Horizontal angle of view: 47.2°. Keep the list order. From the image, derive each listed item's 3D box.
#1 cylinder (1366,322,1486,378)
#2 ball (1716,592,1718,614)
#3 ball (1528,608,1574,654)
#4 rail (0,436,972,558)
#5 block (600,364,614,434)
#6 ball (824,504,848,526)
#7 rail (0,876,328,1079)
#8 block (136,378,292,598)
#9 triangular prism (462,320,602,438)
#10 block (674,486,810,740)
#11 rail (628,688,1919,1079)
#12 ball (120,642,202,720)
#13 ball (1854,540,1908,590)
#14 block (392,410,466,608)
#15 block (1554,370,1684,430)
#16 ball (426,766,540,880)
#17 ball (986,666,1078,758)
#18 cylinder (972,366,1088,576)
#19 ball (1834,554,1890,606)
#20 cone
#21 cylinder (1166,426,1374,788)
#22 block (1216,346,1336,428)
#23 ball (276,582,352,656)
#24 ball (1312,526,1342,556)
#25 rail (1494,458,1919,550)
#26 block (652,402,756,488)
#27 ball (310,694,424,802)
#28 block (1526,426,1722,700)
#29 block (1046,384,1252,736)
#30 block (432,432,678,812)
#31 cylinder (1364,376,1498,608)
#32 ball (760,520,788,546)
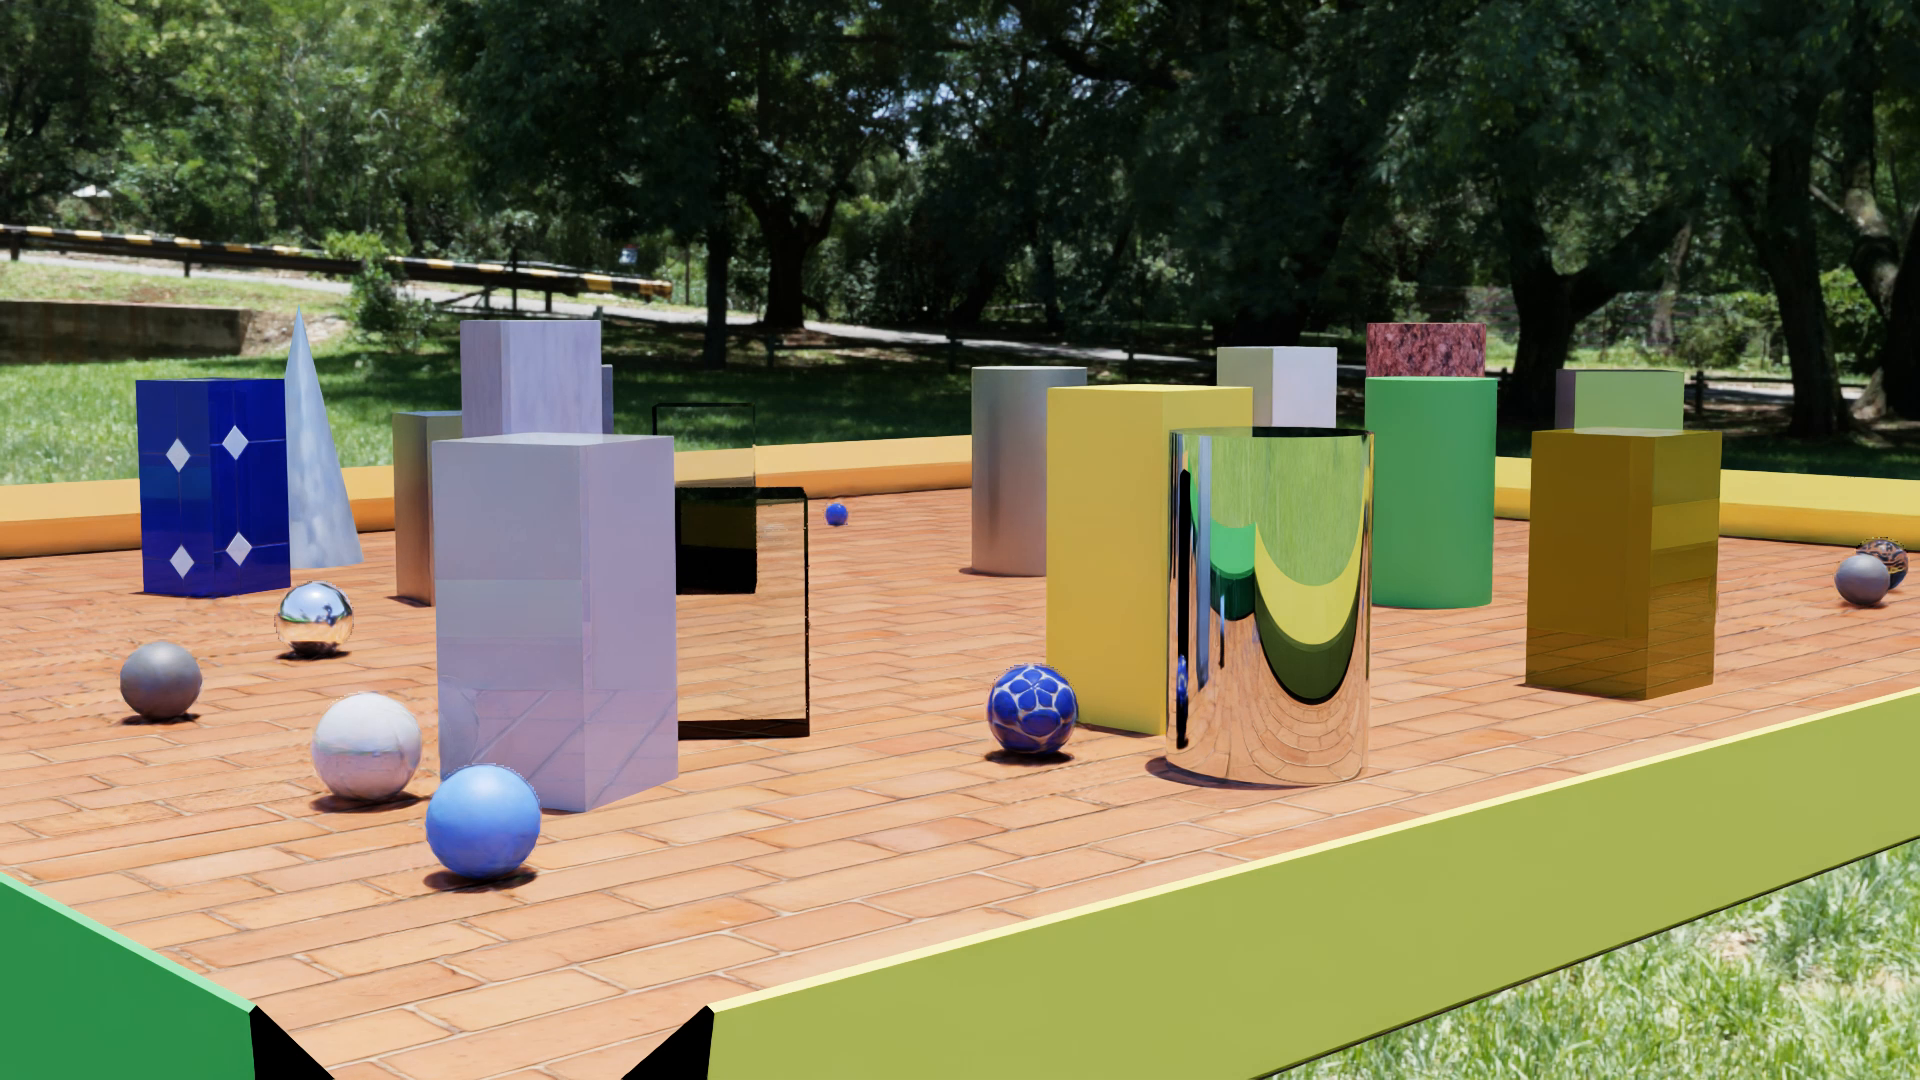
[{"bbox_3d":[0.789,-0.157,3.744,0.198,0.423,0.198,0,6,0],"label":"cylinder"},{"bbox_3d":[0.995,0.087,3.020,0.089,0.089,0.089,0,6,0],"label":"ball"},{"bbox_3d":[0.767,0.119,2.855,0.059,0.059,0.059,0,6,0],"label":"ball"},{"bbox_3d":[-1.098,-0.090,4.515,3.646,0.128,0.045,-5,8,-42],"label":"rail"},{"bbox_3d":[-0.659,-0.114,3.677,0.158,0.352,0.158,-1,6,-9],"label":"block"},{"bbox_3d":[-0.255,-0.051,4.540,0.048,0.048,0.048,0,6,0],"label":"ball"},{"bbox_3d":[-1.322,0.160,2.118,0.045,0.128,3.285,-5,8,-42],"label":"rail"},{"bbox_3d":[-1.187,-0.087,3.499,0.158,0.336,0.158,3,7,28],"label":"block"},{"bbox_3d":[-0.554,-0.054,2.715,0.148,0.432,0.171,4,7,31],"label":"triangular prism"},{"bbox_3d":[-0.245,0.074,2.361,0.158,0.250,0.158,-1,6,-6],"label":"block"},{"bbox_3d":[1.098,0.157,2.148,3.646,0.128,0.045,-5,8,-42],"label":"rail"},{"bbox_3d":[-0.873,0.153,2.402,0.085,0.085,0.085,0,6,0],"label":"ball"},{"bbox_3d":[1.465,0.040,3.500,0.082,0.082,0.082,0,6,0],"label":"ball"},{"bbox_3d":[-0.773,-0.053,3.406,0.158,0.287,0.158,-4,7,-33],"label":"block"},{"bbox_3d":[1.000,-0.081,3.356,0.158,0.354,0.158,0,6,5],"label":"block"},{"bbox_3d":[-0.374,0.222,1.727,0.089,0.089,0.089,0,6,0],"label":"ball"},{"bbox_3d":[0.072,0.171,2.196,0.092,0.092,0.092,0,6,0],"label":"ball"},{"bbox_3d":[0.118,-0.121,3.770,0.198,0.347,0.198,0,6,0],"label":"cylinder"},{"bbox_3d":[1.366,0.060,3.327,0.078,0.078,0.078,0,6,0],"label":"ball"},{"bbox_3d":[-1.158,-0.187,3.875,0.198,0.457,0.198,0,6,0],"label":"cone"},{"bbox_3d":[0.301,0.058,2.142,0.198,0.328,0.198,0,6,0],"label":"cylinder"},{"bbox_3d":[0.597,-0.176,4.162,0.158,0.375,0.158,-4,7,-34],"label":"block"},{"bbox_3d":[-0.836,0.102,2.847,0.094,0.094,0.094,0,6,0],"label":"ball"},{"bbox_3d":[0.670,0.002,4.009,0.053,0.053,0.053,0,6,0],"label":"ball"},{"bbox_3d":[1.322,-0.093,4.546,0.045,0.128,3.285,-5,8,-42],"label":"rail"},{"bbox_3d":[-0.413,-0.073,3.573,0.158,0.293,0.158,0,6,-4],"label":"block"},{"bbox_3d":[-0.538,0.189,1.996,0.099,0.099,0.099,0,6,0],"label":"ball"},{"bbox_3d":[0.789,0.022,2.615,0.158,0.302,0.158,-6,8,-44],"label":"block"},{"bbox_3d":[0.206,0.014,2.403,0.158,0.361,0.158,6,8,43],"label":"block"},{"bbox_3d":[-0.373,0.069,2.044,0.158,0.327,0.158,3,7,24],"label":"block"},{"bbox_3d":[0.719,-0.077,3.376,0.198,0.341,0.198,0,6,0],"label":"cylinder"},{"bbox_3d":[-0.352,-0.013,4.166,0.051,0.051,0.051,0,6,0],"label":"ball"}]
